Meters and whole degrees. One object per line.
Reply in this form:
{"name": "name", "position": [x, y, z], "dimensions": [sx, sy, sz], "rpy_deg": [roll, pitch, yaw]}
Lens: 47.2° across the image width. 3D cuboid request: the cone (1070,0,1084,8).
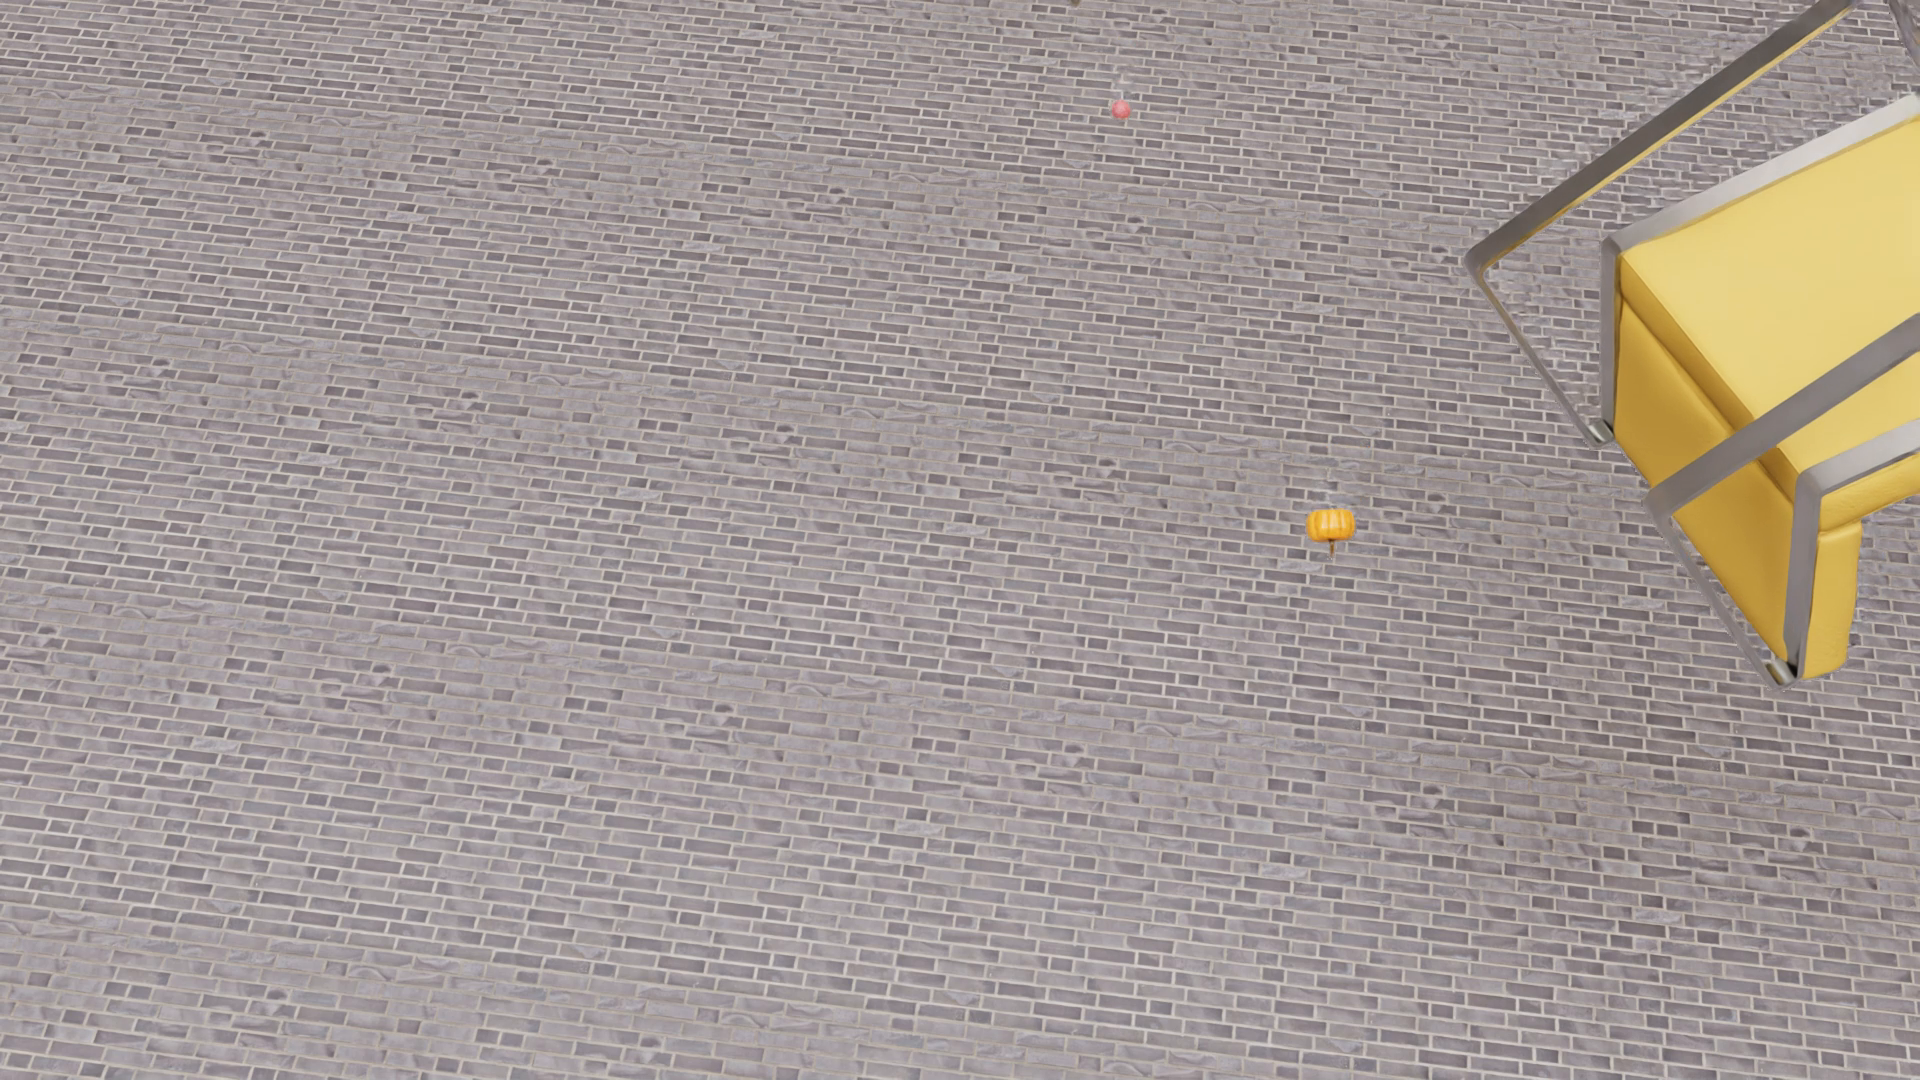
{"name": "cone", "position": [0.255, -1.225, 4.904], "dimensions": [0.056, 0.071, 0.041], "rpy_deg": [-36, 78, -11]}
